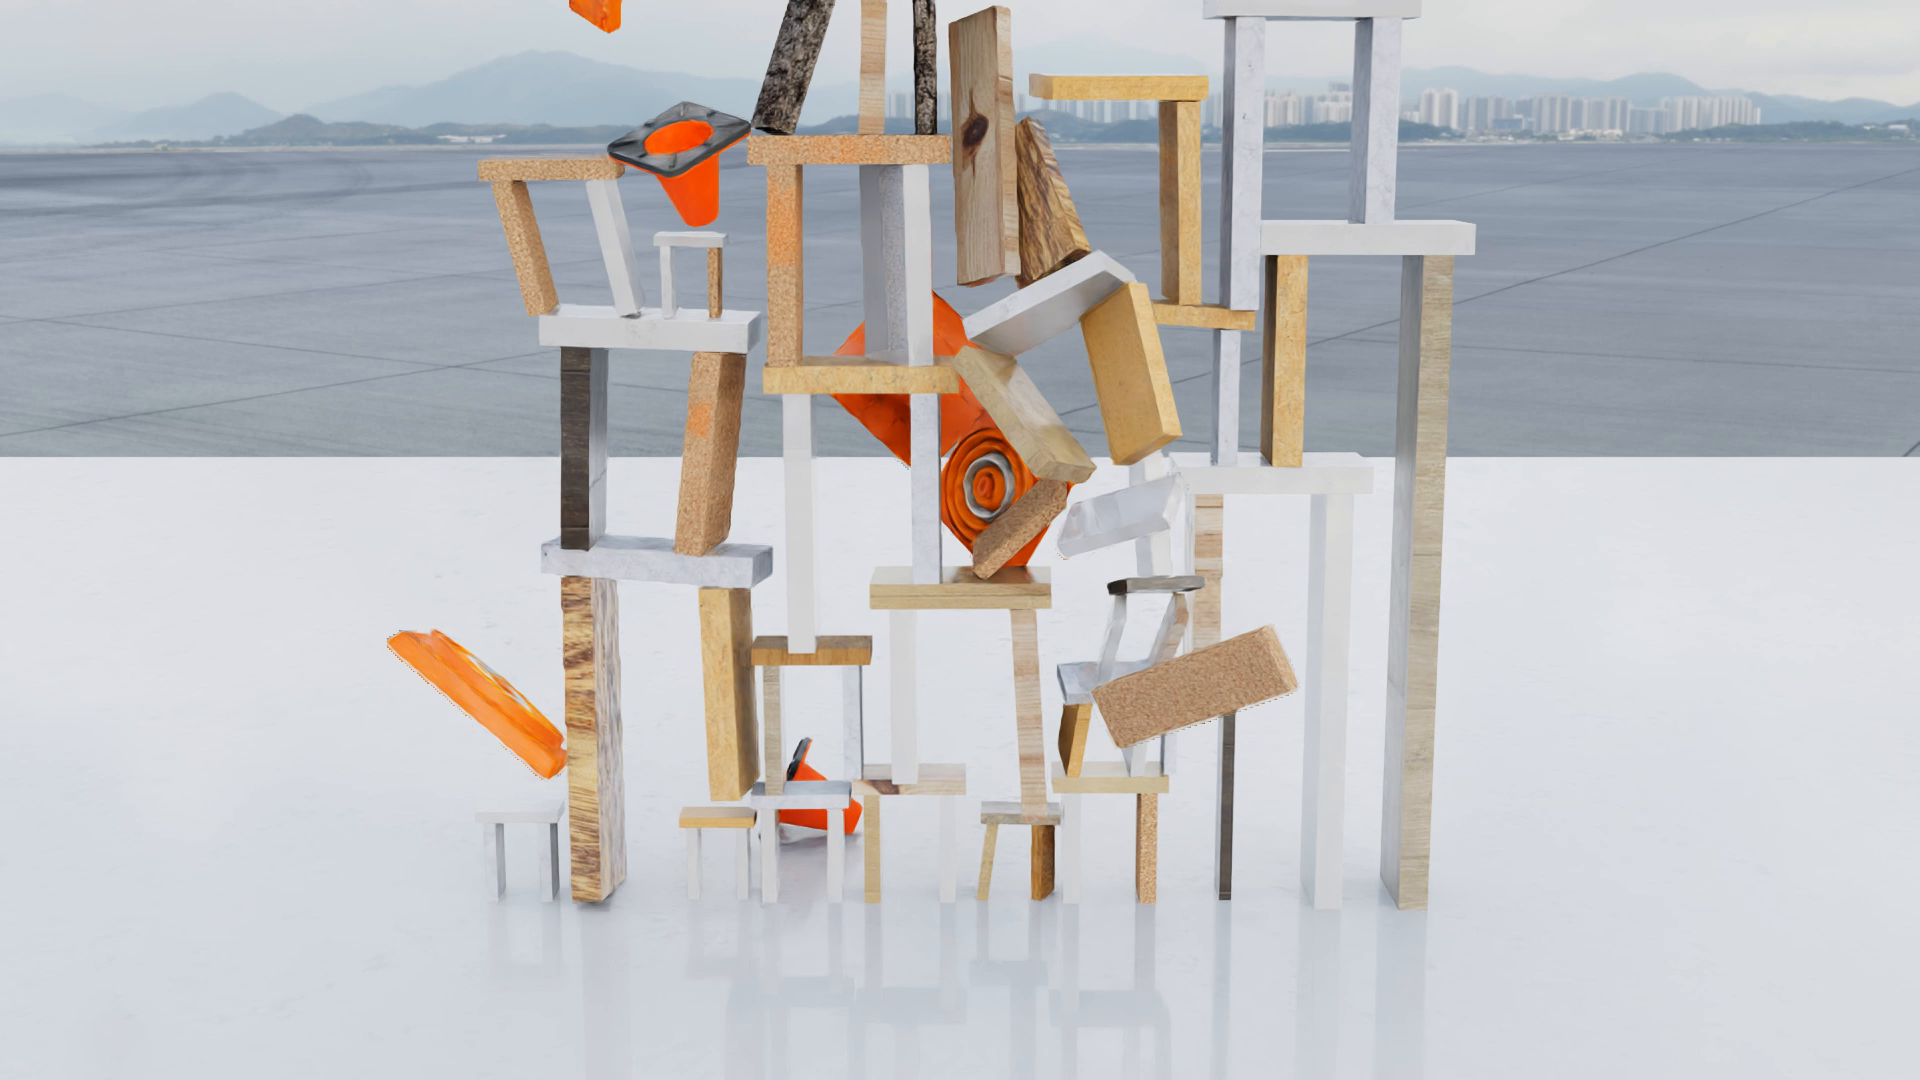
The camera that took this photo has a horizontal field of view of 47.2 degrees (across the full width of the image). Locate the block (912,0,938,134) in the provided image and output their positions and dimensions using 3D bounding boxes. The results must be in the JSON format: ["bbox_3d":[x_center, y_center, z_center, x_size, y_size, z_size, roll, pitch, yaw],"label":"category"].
[{"bbox_3d":[-0.054,-0.742,3.419,0.031,0.219,0.109,-1,11,-3],"label":"block"}]

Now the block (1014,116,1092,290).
[{"bbox_3d":[0.109,-0.518,3.410,0.124,0.248,0.035,-34,-27,33],"label":"block"}]

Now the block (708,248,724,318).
[{"bbox_3d":[-0.387,-0.412,3.482,0.016,0.111,0.055,2,16,2],"label":"block"}]

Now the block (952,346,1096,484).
[{"bbox_3d":[0.097,-0.191,3.365,0.124,0.035,0.248,7,41,-51],"label":"block"}]

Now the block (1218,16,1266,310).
[{"bbox_3d":[0.441,-0.589,3.447,0.044,0.444,0.155,0,11,0],"label":"block"}]

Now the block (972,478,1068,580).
[{"bbox_3d":[0.096,-0.026,3.511,0.027,0.190,0.095,39,26,-20],"label":"block"}]

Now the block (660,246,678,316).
[{"bbox_3d":[-0.461,-0.414,3.487,0.016,0.111,0.055,1,15,2],"label":"block"}]

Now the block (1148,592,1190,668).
[{"bbox_3d":[0.330,0.157,3.485,0.019,0.135,0.068,12,32,-9],"label":"block"}]

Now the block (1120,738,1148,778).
[{"bbox_3d":[0.286,0.299,3.571,0.022,0.157,0.079,-2,35,-8],"label":"block"}]

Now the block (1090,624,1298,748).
[{"bbox_3d":[0.335,0.214,3.183,0.337,0.095,0.027,-24,0,43],"label":"block"}]

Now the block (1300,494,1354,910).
[{"bbox_3d":[0.601,0.251,3.609,0.044,0.688,0.155,0,11,0],"label":"block"}]

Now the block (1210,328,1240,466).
[{"bbox_3d":[0.423,-0.234,3.510,0.030,0.214,0.107,0,11,0],"label":"block"}]

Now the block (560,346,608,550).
[{"bbox_3d":[-0.607,-0.161,3.554,0.046,0.327,0.163,2,13,0],"label":"block"}]

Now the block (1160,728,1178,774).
[{"bbox_3d":[0.344,0.307,3.620,0.020,0.142,0.071,0,11,0],"label":"block"}]

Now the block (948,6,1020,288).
[{"bbox_3d":[0.037,-0.611,3.420,0.031,0.419,0.109,3,-7,-42],"label":"block"}]

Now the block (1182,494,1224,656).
[{"bbox_3d":[0.394,0.066,3.574,0.044,0.310,0.155,0,11,0],"label":"block"}]

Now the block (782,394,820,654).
[{"bbox_3d":[-0.255,-0.038,3.548,0.043,0.416,0.152,0,11,0],"label":"block"}]

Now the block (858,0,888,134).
[{"bbox_3d":[-0.134,-0.768,3.411,0.039,0.273,0.136,1,11,-2],"label":"block"}]

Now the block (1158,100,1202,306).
[{"bbox_3d":[0.345,-0.534,3.450,0.035,0.314,0.124,-4,15,-8],"label":"block"}]

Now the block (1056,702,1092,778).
[{"bbox_3d":[0.186,0.300,3.567,0.022,0.157,0.079,-1,37,-11],"label":"block"}]

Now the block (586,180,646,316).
[{"bbox_3d":[-0.543,-0.468,3.477,0.030,0.212,0.106,-11,15,3],"label":"block"}]

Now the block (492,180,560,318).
[{"bbox_3d":[-0.686,-0.466,3.478,0.030,0.211,0.106,-13,14,4],"label":"block"}]

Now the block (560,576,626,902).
[{"bbox_3d":[-0.606,0.317,3.647,0.049,0.530,0.173,-1,5,5],"label":"block"}]

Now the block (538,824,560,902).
[{"bbox_3d":[-0.683,0.524,3.652,0.019,0.135,0.068,0,11,0],"label":"block"}]

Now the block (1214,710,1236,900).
[{"bbox_3d":[0.439,0.413,3.640,0.020,0.358,0.071,0,11,0],"label":"block"}]

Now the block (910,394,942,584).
[{"bbox_3d":[-0.054,-0.093,3.538,0.043,0.304,0.152,0,11,1],"label":"block"}]

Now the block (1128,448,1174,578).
[{"bbox_3d":[0.290,-0.135,3.463,0.030,0.396,0.107,-4,-6,-9],"label":"block"}]

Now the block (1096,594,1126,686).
[{"bbox_3d":[0.238,0.158,3.469,0.019,0.135,0.068,11,35,-2],"label":"block"}]

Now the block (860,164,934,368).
[{"bbox_3d":[-0.101,-0.435,3.461,0.044,0.310,0.155,-7,13,-27],"label":"block"}]

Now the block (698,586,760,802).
[{"bbox_3d":[-0.378,0.240,3.624,0.049,0.346,0.173,-2,7,6],"label":"block"}]

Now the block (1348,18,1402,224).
[{"bbox_3d":[0.648,-0.654,3.438,0.044,0.310,0.155,0,11,0],"label":"block"}]

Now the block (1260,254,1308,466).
[{"bbox_3d":[0.516,-0.293,3.510,0.047,0.331,0.166,0,11,1],"label":"block"}]

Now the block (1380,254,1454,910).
[{"bbox_3d":[0.740,0.067,3.575,0.047,1.063,0.166,0,11,0],"label":"block"}]

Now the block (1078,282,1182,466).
[{"bbox_3d":[0.257,-0.251,3.337,0.035,0.248,0.124,1,-21,-36],"label":"block"}]

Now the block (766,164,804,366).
[{"bbox_3d":[-0.275,-0.436,3.469,0.044,0.310,0.155,1,11,0],"label":"block"}]

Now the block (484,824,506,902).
[{"bbox_3d":[-0.773,0.524,3.652,0.019,0.135,0.068,0,11,0],"label":"block"}]

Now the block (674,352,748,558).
[{"bbox_3d":[-0.401,-0.150,3.548,0.046,0.327,0.163,9,13,8],"label":"block"}]

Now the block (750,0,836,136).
[{"bbox_3d":[-0.253,-0.769,3.429,0.039,0.273,0.136,16,5,-21],"label":"block"}]
